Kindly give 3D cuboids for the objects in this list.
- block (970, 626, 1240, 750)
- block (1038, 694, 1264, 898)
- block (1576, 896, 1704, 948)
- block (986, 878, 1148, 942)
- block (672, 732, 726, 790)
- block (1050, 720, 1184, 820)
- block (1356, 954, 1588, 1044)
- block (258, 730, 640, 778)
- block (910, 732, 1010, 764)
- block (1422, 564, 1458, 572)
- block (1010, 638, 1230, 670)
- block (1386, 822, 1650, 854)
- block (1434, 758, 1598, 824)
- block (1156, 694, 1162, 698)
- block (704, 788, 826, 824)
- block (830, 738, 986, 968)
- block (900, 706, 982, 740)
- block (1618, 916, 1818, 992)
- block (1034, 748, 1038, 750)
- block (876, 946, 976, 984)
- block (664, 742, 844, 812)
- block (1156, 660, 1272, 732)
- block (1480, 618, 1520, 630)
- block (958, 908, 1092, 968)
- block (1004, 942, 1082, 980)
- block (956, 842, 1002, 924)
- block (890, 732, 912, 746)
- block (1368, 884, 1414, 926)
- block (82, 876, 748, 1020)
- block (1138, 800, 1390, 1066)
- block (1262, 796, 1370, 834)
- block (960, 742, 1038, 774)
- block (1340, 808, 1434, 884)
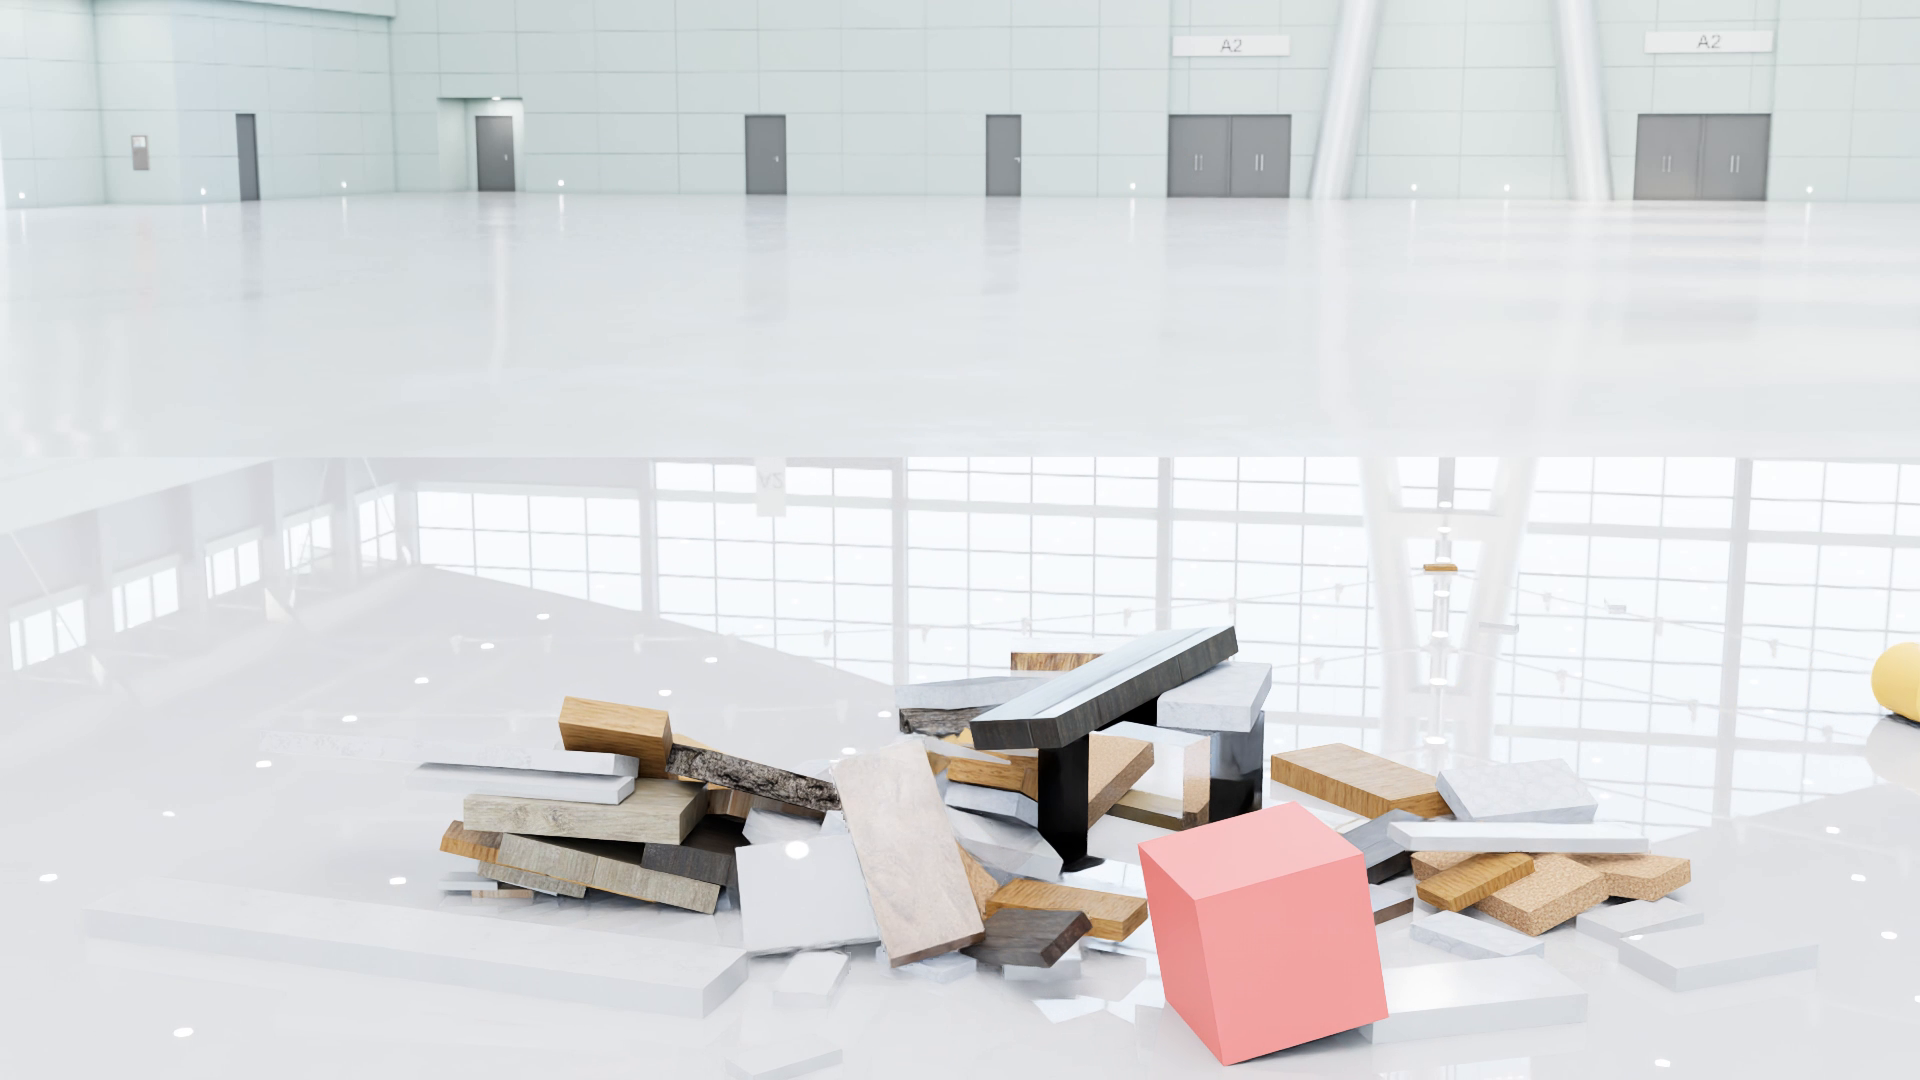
[{"bbox_3d":[0.254,0.246,3.727,0.175,0.049,0.563,-6,9,39],"label":"block"},{"bbox_3d":[0.326,0.434,3.743,0.279,0.279,0.279,7,13,35],"label":"block"},{"bbox_3d":[1.084,0.607,3.503,0.185,0.026,0.093,-6,12,-30],"label":"block"},{"bbox_3d":[0.169,0.580,3.455,0.229,0.032,0.114,5,12,24],"label":"block"},{"bbox_3d":[-0.532,0.434,4.193,0.173,0.049,0.347,-1,9,-36],"label":"block"},{"bbox_3d":[0.284,0.437,4.218,0.175,0.049,0.349,3,19,27],"label":"block"},{"bbox_3d":[0.716,0.660,3.171,0.330,0.044,0.154,-3,11,-14],"label":"block"},{"bbox_3d":[-0.854,0.358,3.675,0.626,0.034,0.119,3,-8,12],"label":"block"},{"bbox_3d":[-0.001,0.366,3.779,0.160,0.023,0.080,19,-6,-17],"label":"block"},{"bbox_3d":[1.394,0.079,6.383,0.092,0.013,0.046,0,11,0],"label":"block"},{"bbox_3d":[0.378,0.274,5.251,0.514,0.044,0.155,0,11,2],"label":"block"},{"bbox_3d":[0.926,0.493,3.645,0.434,0.024,0.086,3,8,-15],"label":"block"},{"bbox_3d":[1.028,0.471,4.064,0.265,0.037,0.132,-3,35,-19],"label":"block"},{"bbox_3d":[0.449,0.322,5.052,0.080,0.023,0.235,0,11,1],"label":"block"},{"bbox_3d":[-0.292,0.481,3.756,0.296,0.042,0.148,19,-15,-27],"label":"block"},{"bbox_3d":[-0.082,0.477,3.378,0.148,0.335,0.042,-16,-30,-7],"label":"block"},{"bbox_3d":[-0.025,0.392,4.526,0.161,0.046,0.322,-2,5,-9],"label":"block"},{"bbox_3d":[1.155,0.630,3.352,0.265,0.037,0.132,-4,11,-22],"label":"block"},{"bbox_3d":[0.026,0.447,4.374,0.371,0.024,0.086,-7,13,-34],"label":"block"},{"bbox_3d":[-0.052,0.639,3.349,0.143,0.020,0.072,10,14,43],"label":"block"},{"bbox_3d":[-0.300,0.412,3.682,0.346,0.049,0.173,19,-9,-26],"label":"block"},{"bbox_3d":[0.441,0.264,3.778,0.154,0.044,0.309,3,11,14],"label":"block"},{"bbox_3d":[1.384,0.217,5.643,0.092,0.013,0.046,6,12,28],"label":"block"},{"bbox_3d":[0.095,0.594,3.288,0.096,0.027,0.236,-38,12,-29],"label":"block"},{"bbox_3d":[0.123,0.622,3.406,0.114,0.032,0.229,0,11,-1],"label":"block"},{"bbox_3d":[0.002,0.542,3.508,0.072,0.143,0.020,-50,12,-27],"label":"block"},{"bbox_3d":[-0.098,0.443,4.232,0.119,0.034,0.238,12,21,13],"label":"block"},{"bbox_3d":[0.646,0.598,3.559,0.173,0.024,0.086,-9,14,-41],"label":"block"},{"bbox_3d":[-0.851,0.620,3.385,1.070,0.046,0.161,3,11,18],"label":"block"},{"bbox_3d":[0.424,0.549,3.104,0.245,0.245,0.245,-14,13,-11],"label":"block"},{"bbox_3d":[0.543,0.501,4.077,0.767,0.026,0.093,9,14,39],"label":"block"},{"bbox_3d":[0.109,0.407,3.997,0.155,0.044,0.310,7,-3,36],"label":"block"},{"bbox_3d":[0.719,0.533,3.786,0.245,0.035,0.122,-18,20,-36],"label":"block"}]
